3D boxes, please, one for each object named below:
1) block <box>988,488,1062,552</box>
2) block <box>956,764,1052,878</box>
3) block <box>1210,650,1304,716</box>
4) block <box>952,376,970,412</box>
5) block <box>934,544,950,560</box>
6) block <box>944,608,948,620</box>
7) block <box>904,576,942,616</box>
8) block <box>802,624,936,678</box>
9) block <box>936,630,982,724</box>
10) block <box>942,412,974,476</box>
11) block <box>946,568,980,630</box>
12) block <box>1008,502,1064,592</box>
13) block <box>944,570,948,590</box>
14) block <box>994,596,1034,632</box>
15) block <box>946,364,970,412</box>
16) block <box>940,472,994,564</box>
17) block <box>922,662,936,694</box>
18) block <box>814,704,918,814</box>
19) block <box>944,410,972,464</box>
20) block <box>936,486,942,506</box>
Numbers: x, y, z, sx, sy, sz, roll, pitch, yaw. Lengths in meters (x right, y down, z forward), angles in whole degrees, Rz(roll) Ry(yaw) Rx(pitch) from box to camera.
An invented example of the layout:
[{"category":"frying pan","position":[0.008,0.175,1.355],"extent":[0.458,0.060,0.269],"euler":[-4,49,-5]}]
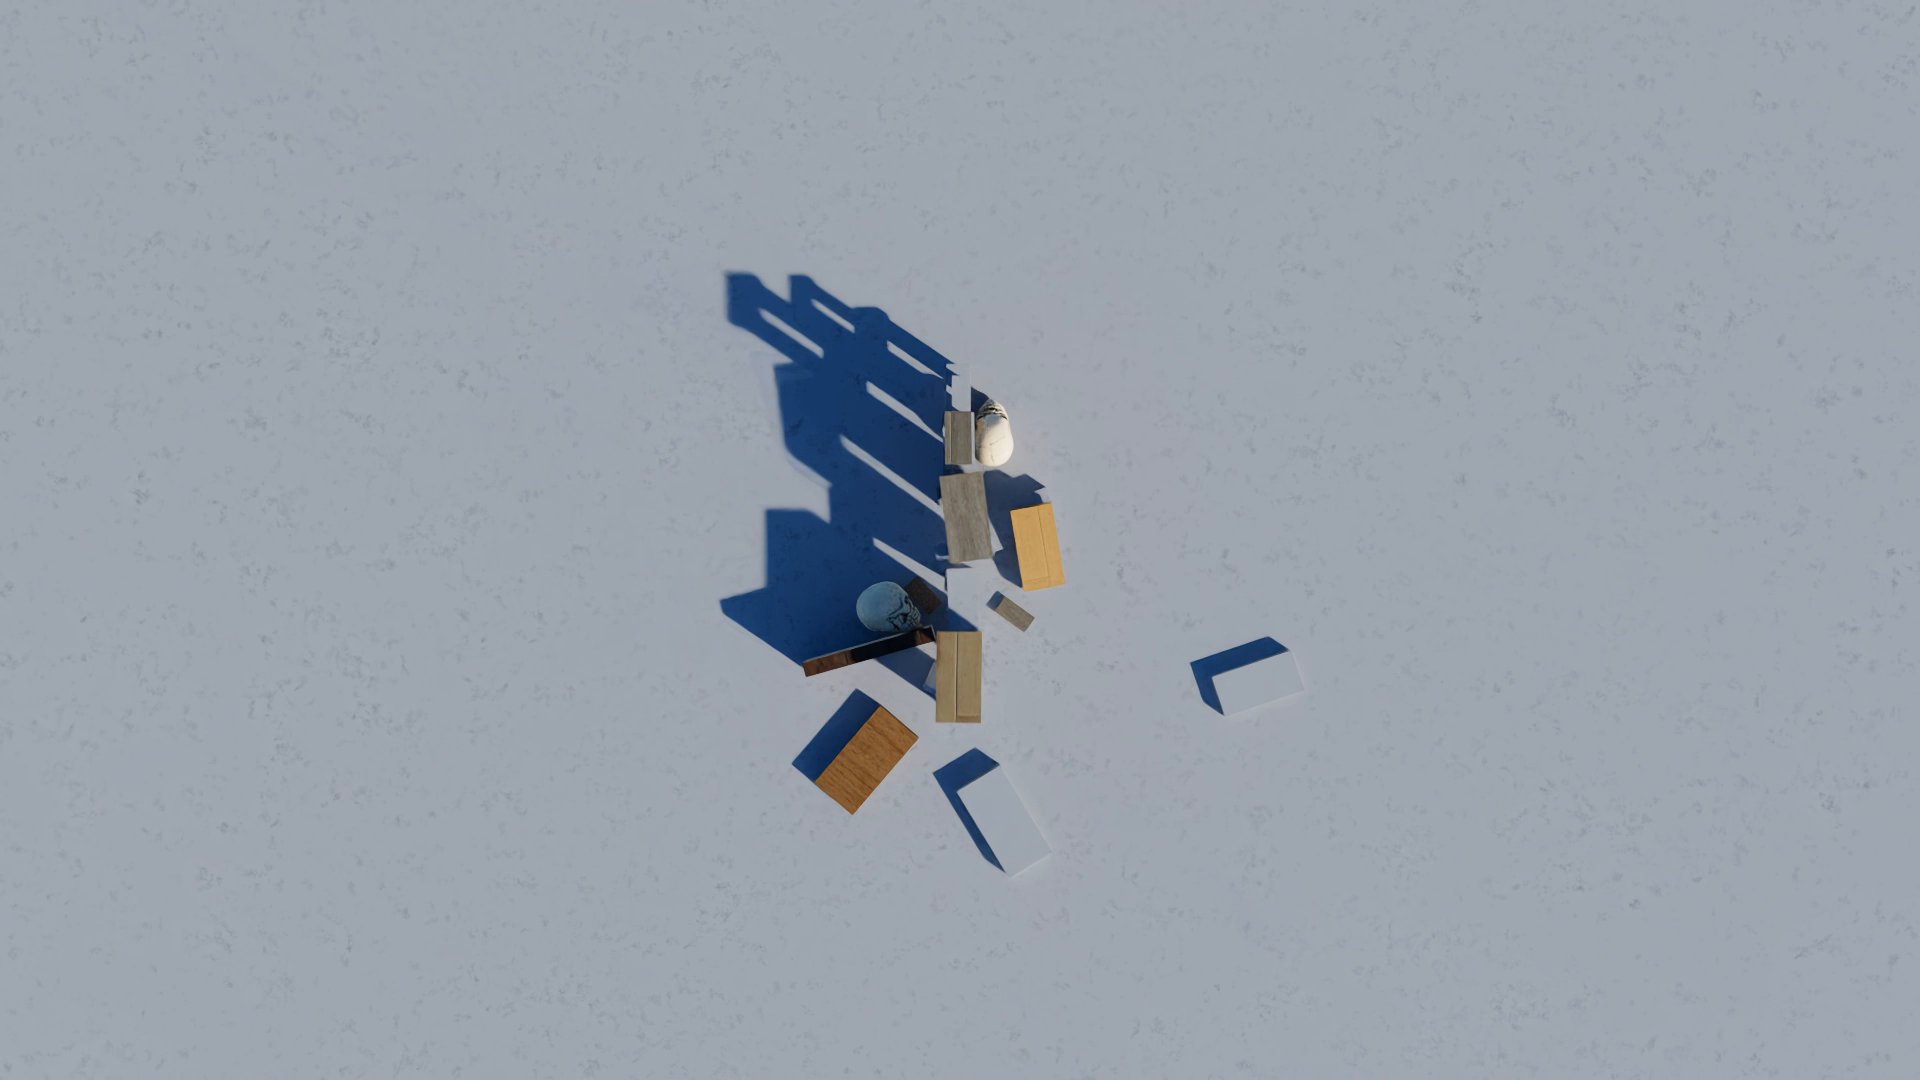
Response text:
[{"category":"block","position":[0.182,-0.061,5.480],"extent":[0.278,0.039,0.139],"euler":[-21,90,0]},{"category":"block","position":[0.147,0.932,5.476],"extent":[0.167,0.047,0.335],"euler":[-31,90,0]},{"category":"block","position":[0.987,0.475,5.480],"extent":[0.278,0.039,0.139],"euler":[-19,90,0]},{"category":"block","position":[0.003,-0.460,5.198],"extent":[0.058,0.016,0.116],"euler":[0,90,0]},{"category":"block","position":[-0.010,0.031,5.362],"extent":[0.138,0.275,0.039],"euler":[-10,87,0]},{"category":"block","position":[0.002,0.250,5.401],"extent":[0.099,0.198,0.028],"euler":[12,90,0]},{"category":"block","position":[-0.123,0.185,5.491],"extent":[0.061,0.017,0.122],"euler":[-44,90,0]},{"category":"block","position":[-0.296,0.363,5.416],"extent":[0.434,0.167,0.047],"euler":[-16,90,0]},{"category":"block","position":[-0.004,0.431,5.193],"extent":[0.143,0.040,0.285],"euler":[1,91,0]},{"category":"block","position":[-0.004,-0.307,5.284],"extent":[0.101,0.029,0.202],"euler":[-1,90,0]},{"category":"block","position":[0.010,0.189,5.287],"extent":[0.099,0.028,0.198],"euler":[-2,91,0]},{"category":"block","position":[0.255,0.022,5.448],"extent":[0.139,0.039,0.278],"euler":[-11,102,-2]},{"category":"block","position":[-0.001,0.131,5.400],"extent":[0.099,0.198,0.028],"euler":[0,101,0]},{"category":"block","position":[0.182,0.248,5.491],"extent":[0.122,0.017,0.061],"euler":[36,90,0]},{"category":"block","position":[-0.005,-0.490,5.333],"extent":[0.078,0.022,0.156],"euler":[0,90,0]},{"category":"block","position":[0.020,-0.071,5.204],"extent":[0.138,0.039,0.275],"euler":[-7,90,0]},{"category":"block","position":[-0.076,0.454,5.397],"extent":[0.061,0.211,0.017],"euler":[26,108,0]},{"category":"block","position":[-0.310,0.729,5.476],"extent":[0.167,0.047,0.335],"euler":[41,90,0]},{"category":"block","position":[-0.005,-0.315,5.094],"extent":[0.082,0.023,0.164],"euler":[-1,90,0]},{"category":"block","position":[-0.004,-0.152,5.362],"extent":[0.138,0.275,0.039],"euler":[-9,87,0]}]
